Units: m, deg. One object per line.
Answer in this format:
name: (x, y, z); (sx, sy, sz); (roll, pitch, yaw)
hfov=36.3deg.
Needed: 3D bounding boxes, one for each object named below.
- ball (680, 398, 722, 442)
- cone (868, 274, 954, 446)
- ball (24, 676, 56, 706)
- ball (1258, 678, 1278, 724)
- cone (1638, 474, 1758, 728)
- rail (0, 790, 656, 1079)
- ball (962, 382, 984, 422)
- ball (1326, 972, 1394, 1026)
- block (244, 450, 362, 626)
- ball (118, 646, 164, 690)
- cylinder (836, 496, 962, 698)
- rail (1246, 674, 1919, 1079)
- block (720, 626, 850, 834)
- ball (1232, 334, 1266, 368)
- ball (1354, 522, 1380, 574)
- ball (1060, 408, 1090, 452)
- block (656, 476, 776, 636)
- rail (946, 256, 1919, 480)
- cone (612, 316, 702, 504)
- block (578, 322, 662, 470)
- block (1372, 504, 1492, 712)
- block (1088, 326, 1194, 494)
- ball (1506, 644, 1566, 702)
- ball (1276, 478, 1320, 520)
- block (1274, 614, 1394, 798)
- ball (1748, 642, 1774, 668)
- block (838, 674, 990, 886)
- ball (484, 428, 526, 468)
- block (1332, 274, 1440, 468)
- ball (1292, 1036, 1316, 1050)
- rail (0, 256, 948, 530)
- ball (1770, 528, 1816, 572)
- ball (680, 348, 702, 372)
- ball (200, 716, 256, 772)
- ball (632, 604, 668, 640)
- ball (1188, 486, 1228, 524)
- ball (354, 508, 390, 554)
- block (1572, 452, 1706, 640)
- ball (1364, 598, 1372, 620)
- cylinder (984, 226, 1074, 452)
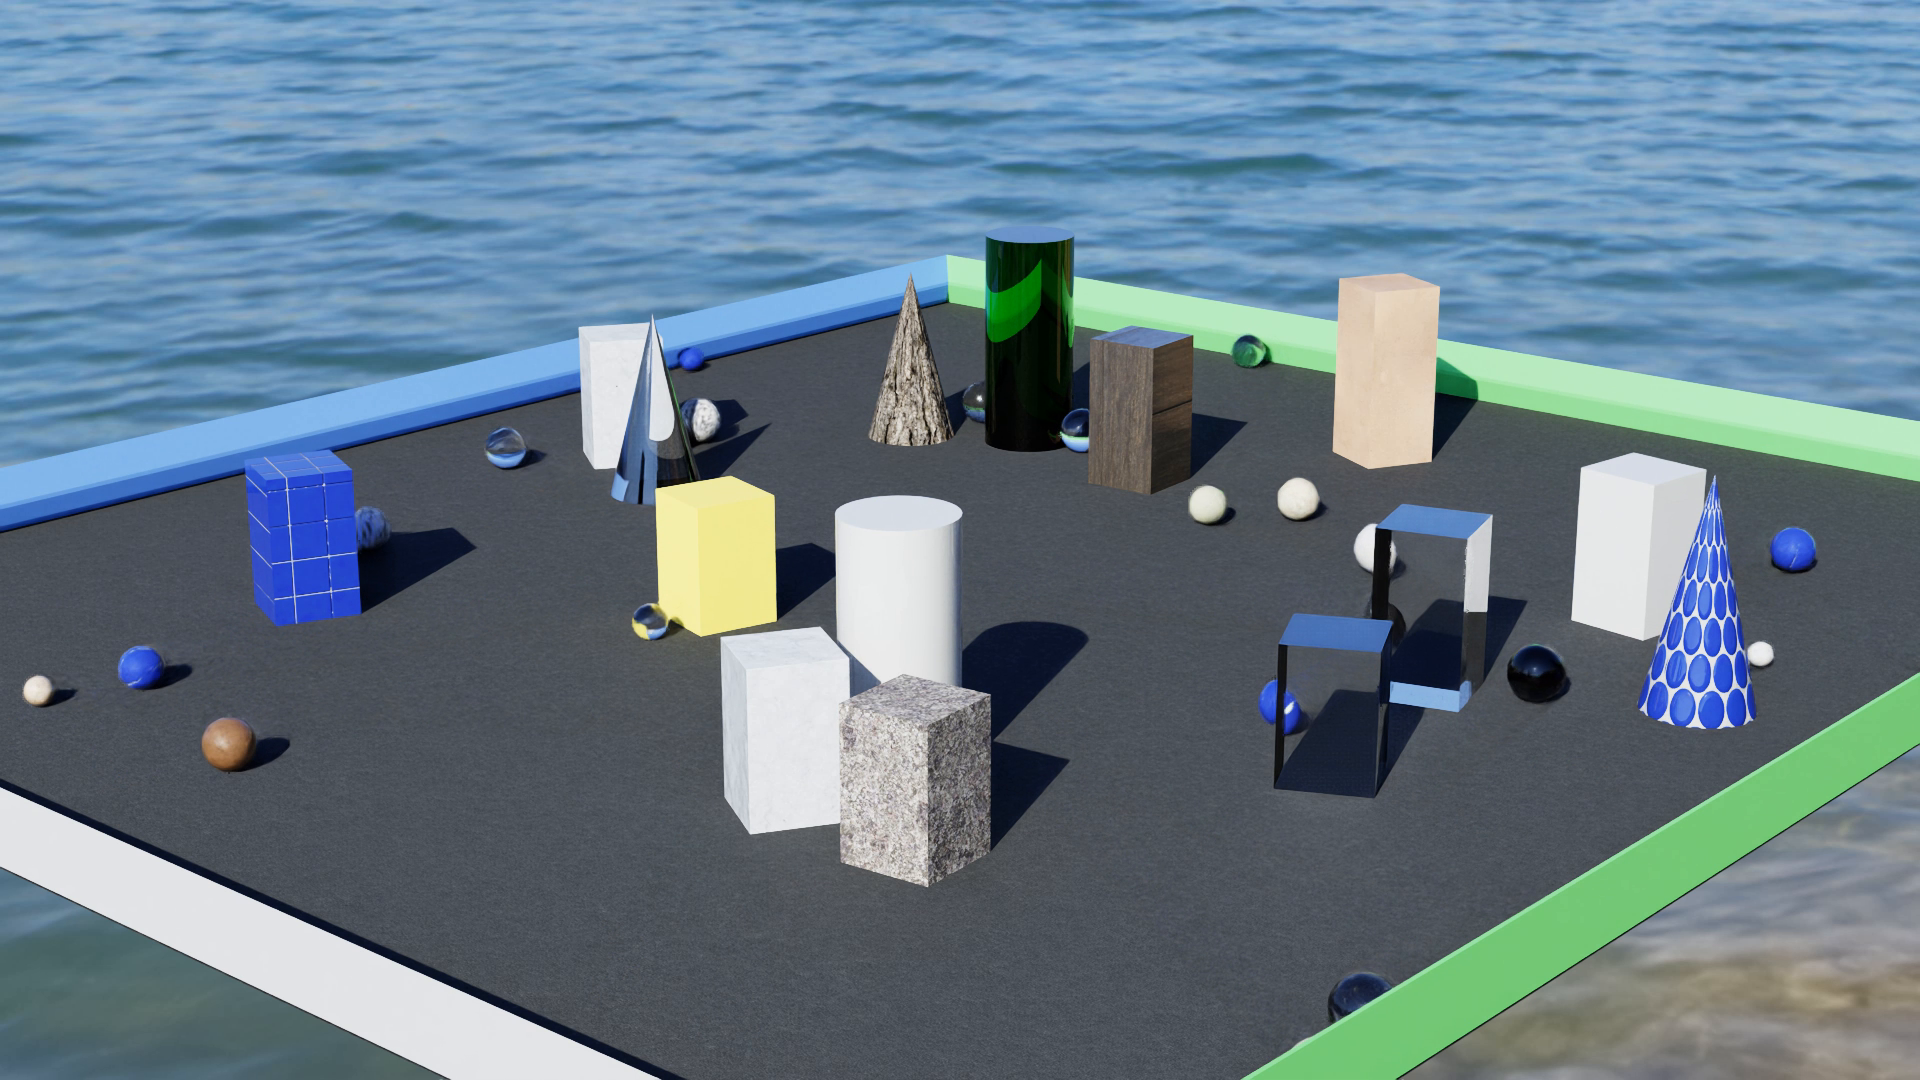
ball: (-0.542, -0.248, 6.088); (0.091, 0.091, 0.091); (0, 17, 0)
cone: (-0.102, -0.388, 6.109); (0.183, 0.348, 0.183); (0, 17, 0)
ball: (-1.434, 0.235, 4.568); (0.048, 0.048, 0.048); (0, 17, 0)
ball: (0.493, 0.248, 4.485); (0.072, 0.072, 0.072); (0, 17, 0)
cone: (1.147, 0.081, 4.509); (0.183, 0.378, 0.183); (0, 17, 0)
rail: (-1.151, 0.414, 3.853); (3.178, 0.119, 0.045); (14, 22, 39)
ball: (0.047, -0.294, 6.253); (0.085, 0.085, 0.085); (0, 17, 0)
ball: (0.476, 0.552, 3.457); (0.086, 0.086, 0.086); (0, 17, 0)
block: (-1.121, -0.005, 5.003); (0.146, 0.256, 0.146); (-8, 19, -26)
ball: (-1.296, 0.202, 4.641); (0.070, 0.070, 0.070); (0, 17, 0)
cylinder: (-0.088, 0.149, 4.259); (0.183, 0.392, 0.183); (0, 17, 0)
rail: (1.182, 0.327, 4.139); (0.045, 0.119, 3.557); (14, 22, 39)
block: (-0.246, 0.266, 4.130); (0.146, 0.242, 0.146); (-6, 18, -18)
ball: (0.663, -0.435, 6.731); (0.076, 0.076, 0.076); (0, 17, 0)
ball: (0.748, 0.015, 5.220); (0.091, 0.091, 0.091); (0, 17, 0)
ball: (0.250, -0.225, 6.017); (0.089, 0.089, 0.089); (0, 17, 0)
block: (-0.412, 0.026, 4.961); (0.146, 0.222, 0.146); (-11, 20, -32)
rail: (1.151, -0.354, 6.390); (3.178, 0.119, 0.045); (14, 22, 39)
cone: (-0.592, -0.265, 5.686); (0.183, 0.357, 0.183); (0, 17, 0)
block: (-0.684, -0.293, 5.946); (0.146, 0.261, 0.146); (-5, 17, -15)
block: (0.737, 0.105, 4.598); (0.146, 0.280, 0.146); (8, 18, 24)
block: (0.356, -0.258, 5.773); (0.146, 0.292, 0.146); (12, 21, 34)
ball: (0.901, 0.208, 4.586); (0.090, 0.090, 0.090); (0, 17, 0)
ball: (0.639, -0.077, 5.543); (0.080, 0.080, 0.080); (0, 17, 0)
block: (0.543, 0.239, 4.257); (0.146, 0.221, 0.146); (4, 17, 14)
ball: (1.295, 0.185, 4.744); (0.042, 0.042, 0.042); (0, 17, 0)
block: (-0.060, 0.323, 3.967); (0.146, 0.229, 0.146); (12, 20, 33)
ball: (-0.914, -0.184, 5.896); (0.081, 0.081, 0.081); (0, 17, 0)
block: (0.862, -0.344, 5.938); (0.146, 0.362, 0.146); (-7, 18, -21)
ball: (0.405, 0.598, 3.350); (0.060, 0.060, 0.060); (0, 17, 0)
rail: (-1.182, -0.268, 6.104); (0.045, 0.119, 3.557); (14, 22, 39)
ball: (1.487, 0.017, 5.233); (0.079, 0.079, 0.079); (0, 17, 0)
ball: (-0.614, -0.411, 6.693); (0.052, 0.052, 0.052); (0, 17, 0)
ball: (-1.073, 0.299, 4.302); (0.080, 0.080, 0.080); (0, 17, 0)
ball: (-0.515, 0.136, 4.875); (0.060, 0.060, 0.060); (0, 17, 0)
ball: (0.467, -0.065, 5.517); (0.073, 0.073, 0.073); (0, 17, 0)
ball: (-1.080, -0.017, 5.341); (0.082, 0.082, 0.082); (0, 17, 0)
block: (1.142, 0.009, 4.935); (0.146, 0.268, 0.146); (-14, 22, -40)
ball: (0.711, 0.127, 4.863); (0.084, 0.084, 0.084); (0, 17, 0)
cylinder: (0.143, -0.415, 6.048); (0.183, 0.436, 0.183); (0, 17, 0)
